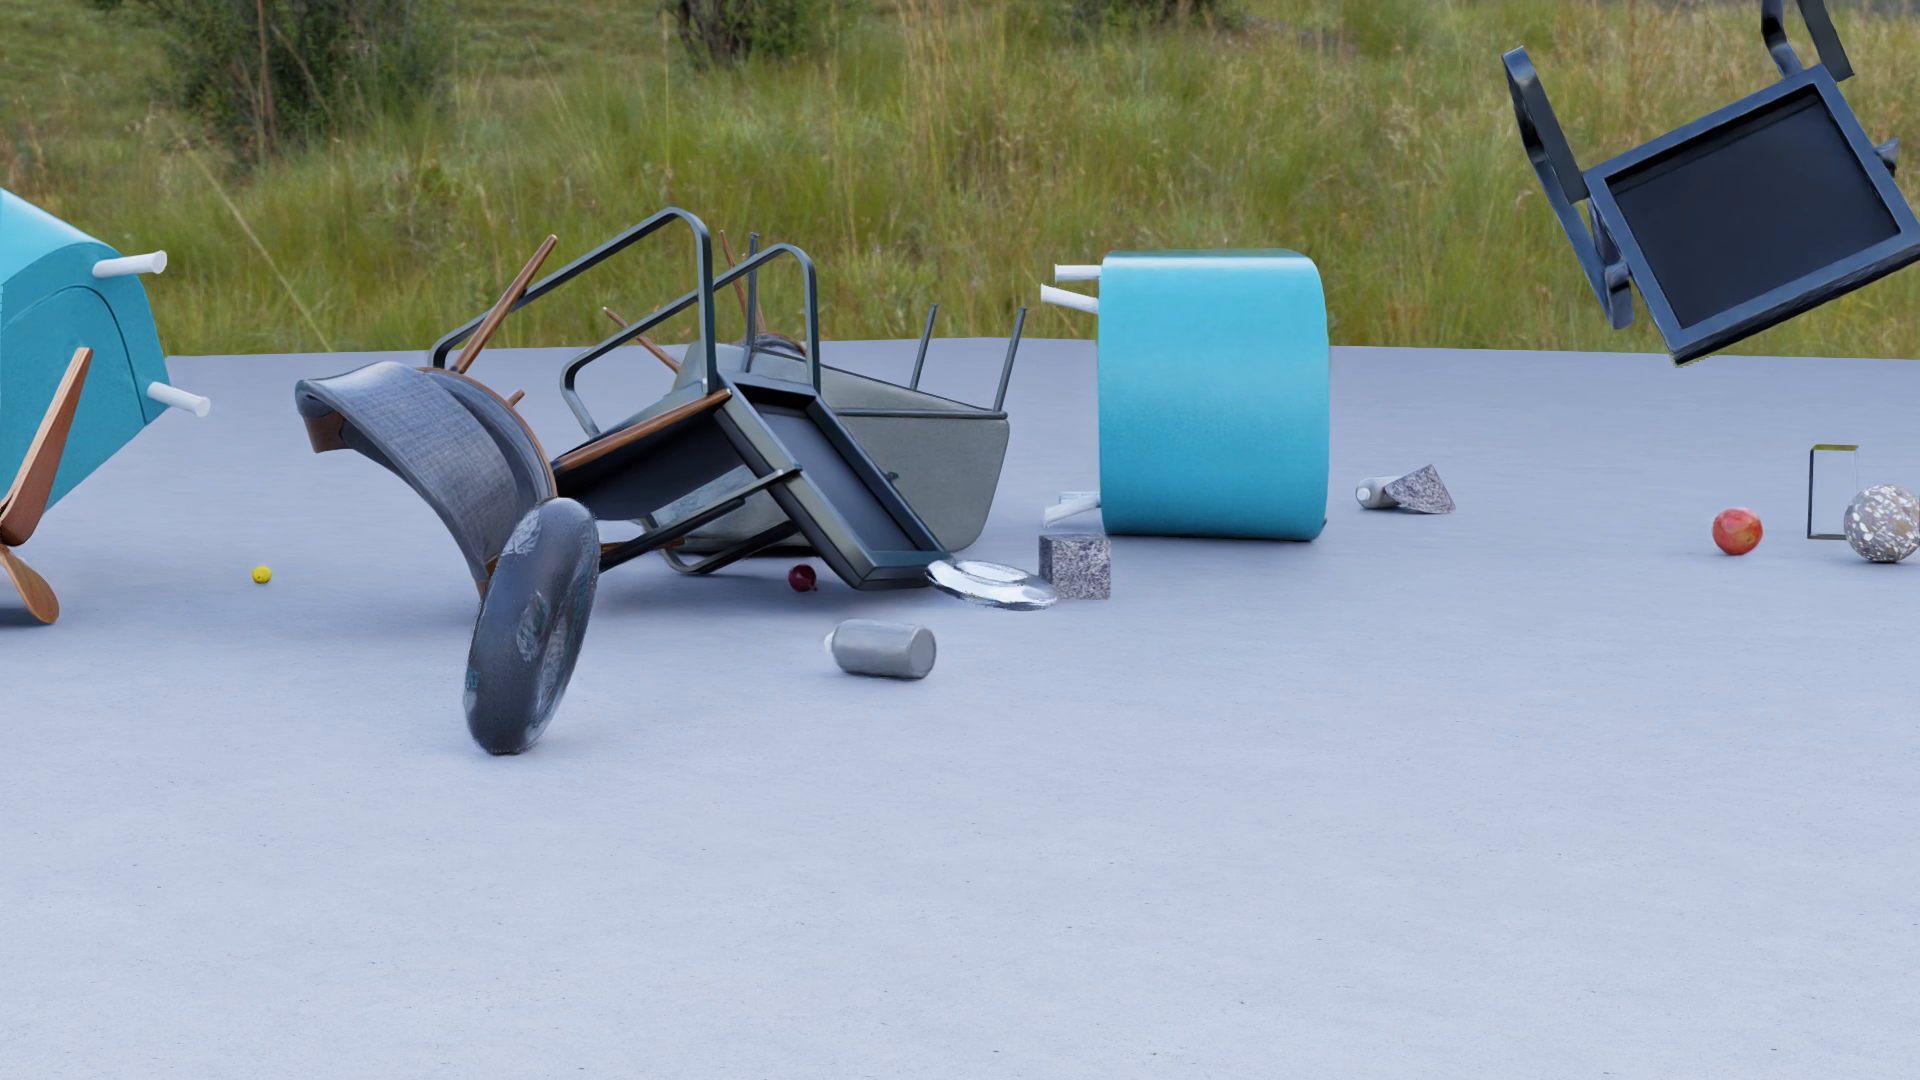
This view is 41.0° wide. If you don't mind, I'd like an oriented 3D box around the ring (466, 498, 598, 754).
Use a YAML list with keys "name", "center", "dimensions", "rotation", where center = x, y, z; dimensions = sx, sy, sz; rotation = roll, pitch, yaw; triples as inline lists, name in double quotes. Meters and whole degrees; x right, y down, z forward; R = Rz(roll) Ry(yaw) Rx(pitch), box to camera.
- name: "ring"
  center: [-0.596, 0.119, 3.583]
  dimensions: [0.104, 0.375, 0.262]
  rotation: [14, -15, 7]

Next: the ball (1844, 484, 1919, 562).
- name: "ball"
  center: [2.129, -0.038, 5.903]
  dimensions: [0.182, 0.182, 0.182]
  rotation: [0, 6, 0]

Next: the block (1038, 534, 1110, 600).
- name: "block"
  center: [0.236, 0.055, 5.286]
  dimensions: [0.122, 0.121, 0.135]
  rotation: [-1, 6, -10]

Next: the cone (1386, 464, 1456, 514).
- name: "cone"
  center: [1.306, -0.167, 7.189]
  dimensions: [0.204, 0.105, 0.244]
  rotation: [18, 20, 10]

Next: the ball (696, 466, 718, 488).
- name: "ball"
  center: [-0.789, -0.198, 8.008]
  dimensions: [0.067, 0.067, 0.067]
  rotation: [0, 6, 0]

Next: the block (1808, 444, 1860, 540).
- name: "block"
  center: [2.218, -0.123, 6.516]
  dimensions: [0.105, 0.224, 0.236]
  rotation: [2, 6, 22]

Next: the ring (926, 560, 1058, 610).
- name: "ring"
  center: [0.063, 0.089, 5.189]
  dimensions: [0.258, 0.053, 0.363]
  rotation: [6, 8, -19]
